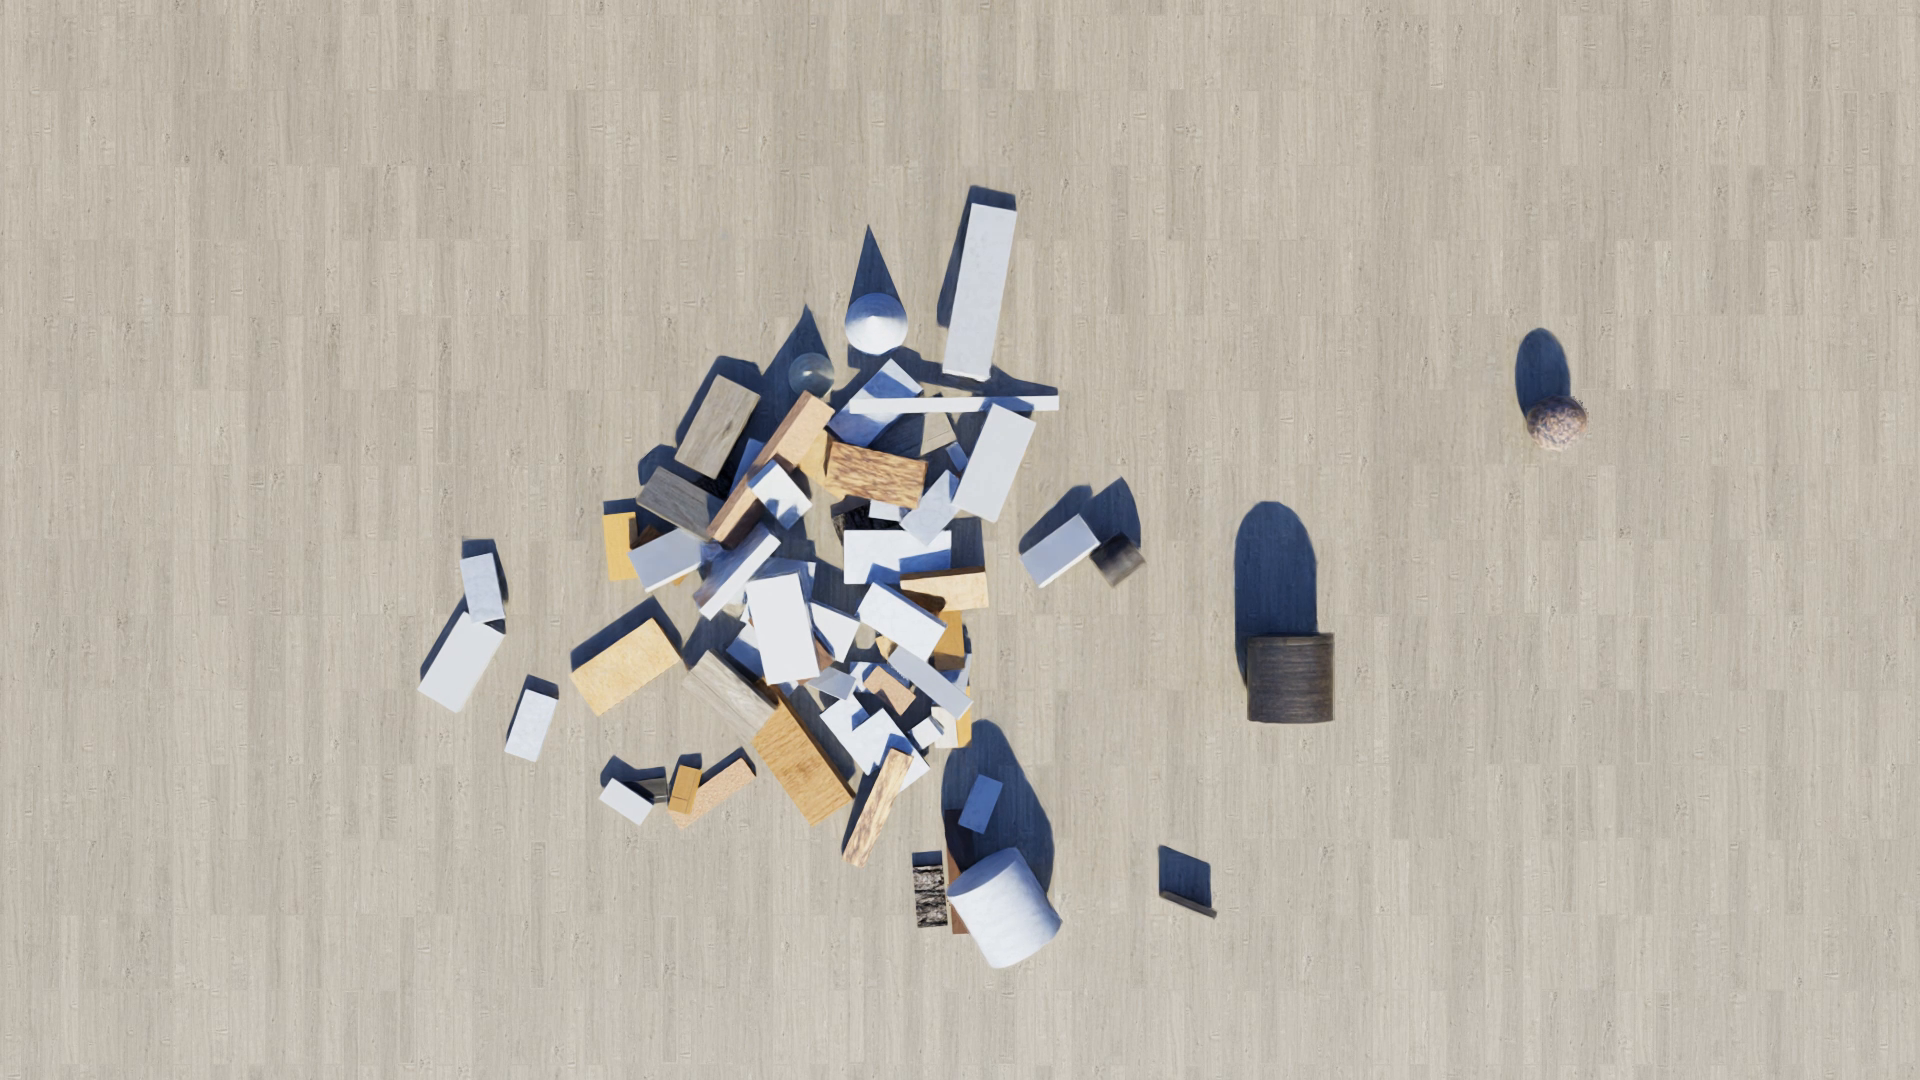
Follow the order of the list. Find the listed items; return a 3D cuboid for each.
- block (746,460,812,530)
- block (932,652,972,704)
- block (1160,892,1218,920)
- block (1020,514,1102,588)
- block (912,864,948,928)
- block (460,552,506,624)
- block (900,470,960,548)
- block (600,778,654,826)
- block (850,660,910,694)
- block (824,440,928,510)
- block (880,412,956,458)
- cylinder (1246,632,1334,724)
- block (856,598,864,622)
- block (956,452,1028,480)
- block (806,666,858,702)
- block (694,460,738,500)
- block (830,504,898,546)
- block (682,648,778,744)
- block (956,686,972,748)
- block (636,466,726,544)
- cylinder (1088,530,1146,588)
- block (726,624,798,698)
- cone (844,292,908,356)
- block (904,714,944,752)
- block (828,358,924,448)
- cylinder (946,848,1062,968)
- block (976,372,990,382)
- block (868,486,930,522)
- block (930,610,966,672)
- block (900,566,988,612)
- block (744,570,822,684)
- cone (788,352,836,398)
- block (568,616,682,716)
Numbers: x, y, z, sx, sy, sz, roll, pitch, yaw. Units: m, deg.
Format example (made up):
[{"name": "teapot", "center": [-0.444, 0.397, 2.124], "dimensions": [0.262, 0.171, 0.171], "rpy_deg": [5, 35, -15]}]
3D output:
[{"name": "block", "center": [-0.589, -0.147, 5.394], "dimensions": [0.119, 0.238, 0.034], "rpy_deg": [-46, 47, -8]}, {"name": "block", "center": [-0.026, 0.470, 5.461], "dimensions": [0.101, 0.029, 0.202], "rpy_deg": [9, 77, 3]}, {"name": "block", "center": [0.755, 1.207, 5.454], "dimensions": [0.179, 0.090, 0.025], "rpy_deg": [22, 78, 0]}, {"name": "block", "center": [0.330, 0.037, 5.442], "dimensions": [0.248, 0.035, 0.124], "rpy_deg": [-37, 64, 7]}, {"name": "block", "center": [-0.099, 1.183, 5.486], "dimensions": [0.101, 0.029, 0.202], "rpy_deg": [-5, 90, 0]}, {"name": "block", "center": [-1.580, 0.161, 5.461], "dimensions": [0.109, 0.031, 0.219], "rpy_deg": [-13, 80, -5]}, {"name": "block", "center": [-0.076, -0.104, 5.427], "dimensions": [0.119, 0.034, 0.238], "rpy_deg": [40, 81, 4]}, {"name": "block", "center": [-1.105, 0.867, 5.465], "dimensions": [0.163, 0.023, 0.081], "rpy_deg": [34, 90, 0]}, {"name": "block", "center": [-0.268, 0.460, 5.486], "dimensions": [0.201, 0.028, 0.100], "rpy_deg": [4, 90, 0]}, {"name": "block", "center": [-0.275, -0.213, 5.395], "dimensions": [0.316, 0.045, 0.158], "rpy_deg": [13, 98, 9]}, {"name": "block", "center": [-0.143, -0.339, 5.483], "dimensions": [0.238, 0.034, 0.119], "rpy_deg": [-24, 90, 0]}, {"name": "cylinder", "center": [1.072, 0.445, 5.363], "dimensions": [0.275, 0.275, 0.275], "rpy_deg": [-1, 90, 0]}, {"name": "block", "center": [-0.268, 0.236, 5.489], "dimensions": [0.157, 0.022, 0.079], "rpy_deg": [2, 90, 0]}, {"name": "block", "center": [0.095, -0.242, 5.482], "dimensions": [0.124, 0.035, 0.248], "rpy_deg": [43, 90, 0]}, {"name": "block", "center": [-0.425, 0.467, 5.451], "dimensions": [0.164, 0.023, 0.082], "rpy_deg": [20, 77, 21]}, {"name": "block", "center": [-0.820, -0.175, 5.486], "dimensions": [0.203, 0.029, 0.102], "rpy_deg": [-42, 90, 0]}, {"name": "block", "center": [-0.317, -0.062, 5.486], "dimensions": [0.201, 0.028, 0.100], "rpy_deg": [-22, 90, 0]}, {"name": "block", "center": [-0.756, 0.513, 5.420], "dimensions": [0.302, 0.043, 0.151], "rpy_deg": [41, 103, 8]}, {"name": "block", "center": [-0.014, 0.589, 5.486], "dimensions": [0.101, 0.029, 0.202], "rpy_deg": [-2, 90, 0]}, {"name": "block", "center": [-0.909, -0.116, 5.432], "dimensions": [0.282, 0.040, 0.141], "rpy_deg": [28, 76, 9]}, {"name": "cylinder", "center": [0.516, 0.063, 5.432], "dimensions": [0.136, 0.136, 0.136], "rpy_deg": [-38, 90, 0]}, {"name": "block", "center": [-0.634, 0.396, 5.482], "dimensions": [0.257, 0.036, 0.129], "rpy_deg": [38, 90, 0]}, {"name": "cone", "center": [-0.279, -0.719, 5.394], "dimensions": [0.212, 0.212, 0.212], "rpy_deg": [0, 90, 0]}, {"name": "block", "center": [-0.125, 0.645, 5.447], "dimensions": [0.150, 0.021, 0.075], "rpy_deg": [-38, 90, 36]}, {"name": "block", "center": [-0.278, -0.437, 5.461], "dimensions": [0.152, 0.043, 0.304], "rpy_deg": [44, 90, 14]}, {"name": "cylinder", "center": [0.144, 1.191, 5.351], "dimensions": [0.274, 0.274, 0.274], "rpy_deg": [-31, 95, 0]}, {"name": "block", "center": [0.069, -0.575, 5.482], "dimensions": [0.047, 0.013, 0.094], "rpy_deg": [-11, 76, 0]}, {"name": "block", "center": [-0.172, -0.120, 5.462], "dimensions": [0.247, 0.035, 0.124], "rpy_deg": [8, 86, -7]}, {"name": "block", "center": [-0.040, 0.332, 5.464], "dimensions": [0.100, 0.028, 0.201], "rpy_deg": [-5, 77, 0]}, {"name": "block", "center": [-0.051, 0.167, 5.440], "dimensions": [0.281, 0.040, 0.140], "rpy_deg": [-6, 124, 1]}, {"name": "block", "center": [-0.573, 0.284, 5.354], "dimensions": [0.176, 0.050, 0.351], "rpy_deg": [-10, 103, 4]}, {"name": "cone", "center": [-0.494, -0.547, 5.421], "dimensions": [0.157, 0.157, 0.157], "rpy_deg": [0, 90, 0]}, {"name": "block", "center": [-1.108, 0.421, 5.476], "dimensions": [0.337, 0.048, 0.168], "rpy_deg": [-34, 90, 0]}]
